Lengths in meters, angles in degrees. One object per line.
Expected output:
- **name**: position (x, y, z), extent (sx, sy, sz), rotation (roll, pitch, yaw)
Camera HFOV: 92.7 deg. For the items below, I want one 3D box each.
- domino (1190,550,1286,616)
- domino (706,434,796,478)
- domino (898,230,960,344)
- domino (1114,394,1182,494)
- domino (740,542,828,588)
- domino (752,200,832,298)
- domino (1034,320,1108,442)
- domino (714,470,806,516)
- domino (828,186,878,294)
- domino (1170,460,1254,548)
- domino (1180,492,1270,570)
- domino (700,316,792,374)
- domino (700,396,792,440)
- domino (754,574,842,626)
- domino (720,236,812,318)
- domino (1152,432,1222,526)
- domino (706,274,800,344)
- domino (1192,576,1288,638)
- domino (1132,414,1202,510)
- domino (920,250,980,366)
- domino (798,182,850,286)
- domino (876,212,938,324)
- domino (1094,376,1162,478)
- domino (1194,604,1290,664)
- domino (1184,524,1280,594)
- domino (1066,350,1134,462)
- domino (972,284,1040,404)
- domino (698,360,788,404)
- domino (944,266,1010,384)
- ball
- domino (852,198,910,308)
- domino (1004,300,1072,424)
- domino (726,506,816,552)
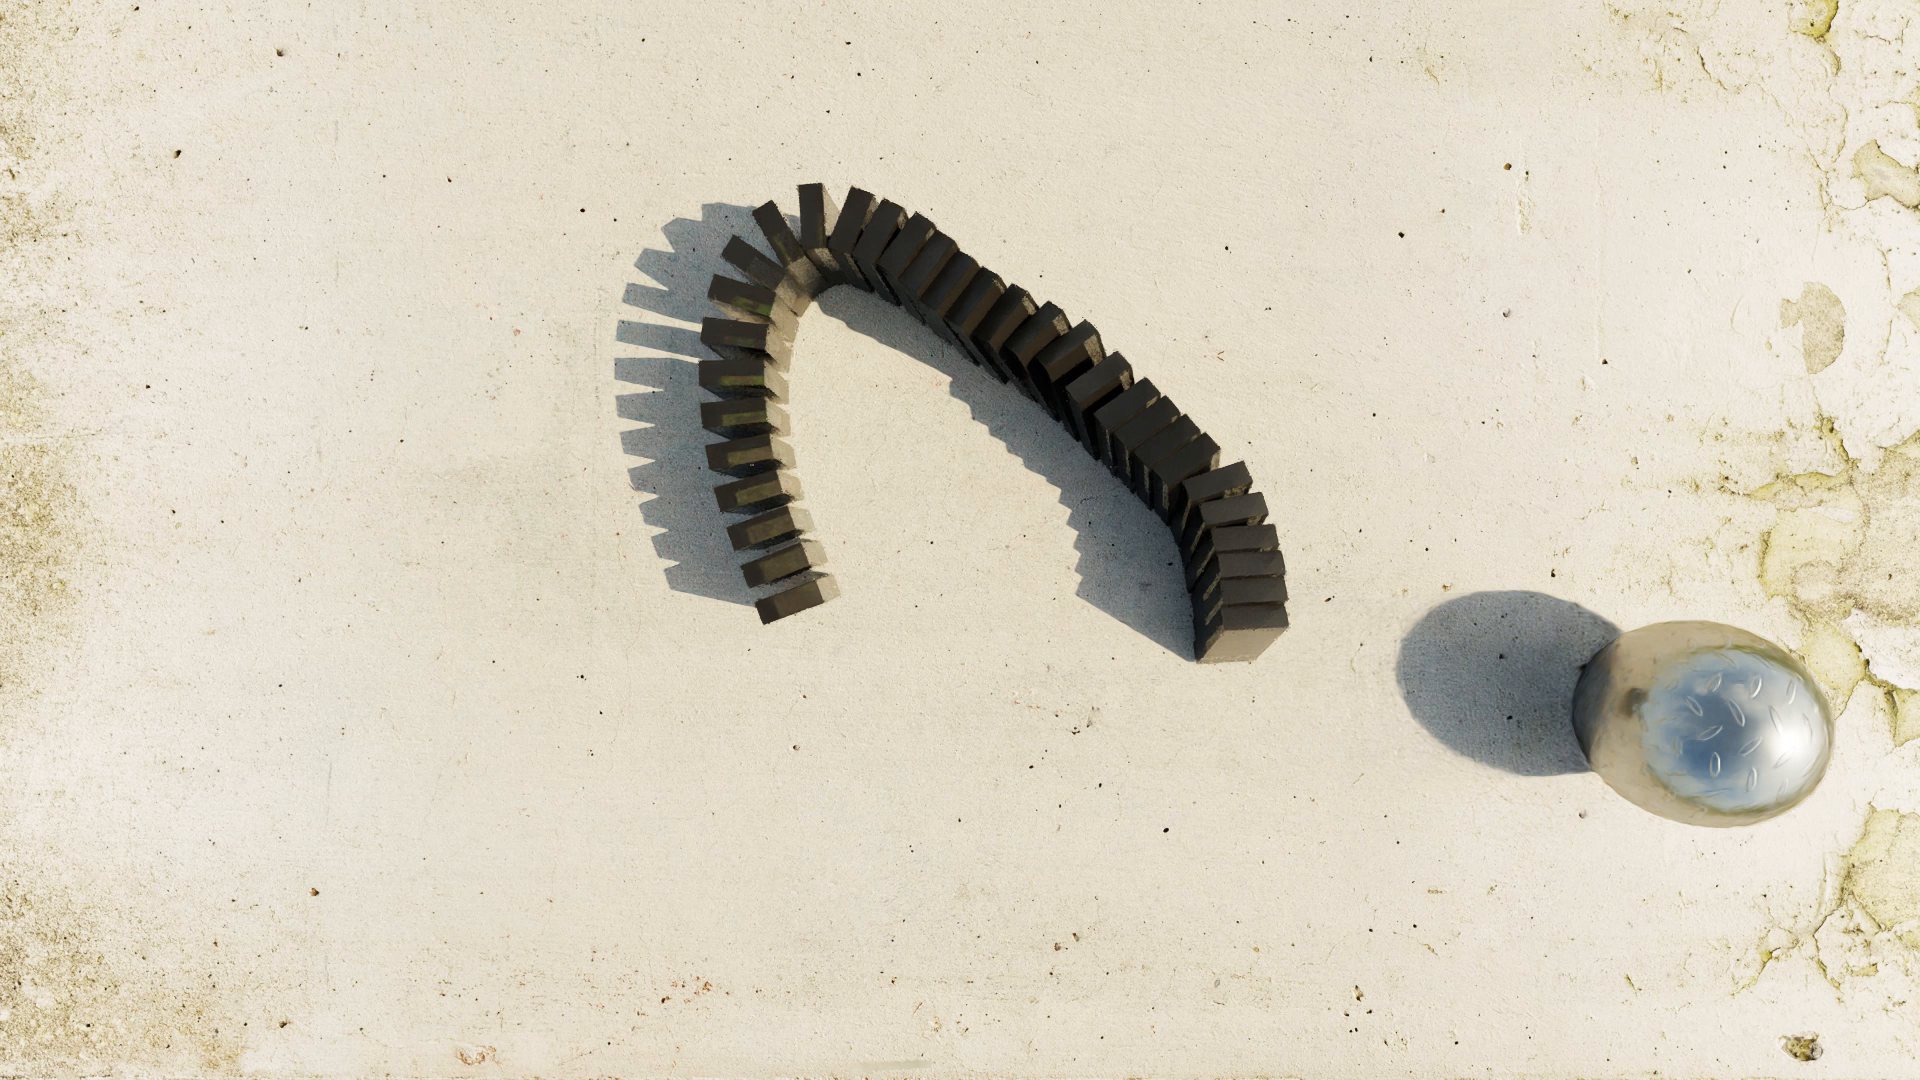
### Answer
- **domino**: position (0.113, 0.019, 0.375), extent (0.025, 0.050, 0.010), rotation (-4, 67, 0)
- **domino**: position (-0.084, -0.034, 0.375), extent (0.025, 0.050, 0.009), rotation (-10, 90, 0)
- **domino**: position (-0.006, -0.102, 0.375), extent (0.009, 0.050, 0.025), rotation (37, 90, 20)
- **domino**: position (0.077, -0.038, 0.375), extent (0.025, 0.050, 0.009), rotation (-35, 69, 0)
- **domino**: position (-0.071, 0.010, 0.375), extent (0.025, 0.050, 0.009), rotation (-21, 90, 0)
- **domino**: position (-0.068, -0.118, 0.375), extent (0.009, 0.050, 0.025), rotation (-30, 90, 4)
- **domino**: position (0.050, -0.064, 0.377), extent (0.025, 0.050, 0.010), rotation (-36, 54, 0)
- **domino**: position (-0.081, -0.019, 0.375), extent (0.025, 0.050, 0.010), rotation (-16, 90, 0)
- **domino**: position (-0.040, -0.121, 0.375), extent (0.010, 0.050, 0.025), rotation (22, 90, 5)
- **domino**: position (0.102, -0.014, 0.375), extent (0.025, 0.050, 0.010), rotation (-19, 68, 0)
- **domino**: position (0.107, -0.003, 0.375), extent (0.025, 0.050, 0.009), rotation (-11, 68, 0)
- **domino**: position (-0.086, -0.079, 0.375), extent (0.025, 0.050, 0.009), rotation (7, 90, 0)
- **domino**: position (-0.086, -0.049, 0.375), extent (0.025, 0.050, 0.009), rotation (-6, 90, 0)
- **domino**: position (-0.065, 0.024, 0.375), extent (0.025, 0.050, 0.010), rotation (-20, 90, 0)
- **domino**: position (-0.078, -0.107, 0.375), extent (0.025, 0.050, 0.009), rotation (34, 93, 0)
- **domino**: position (0.092, -0.024, 0.375), extent (0.025, 0.050, 0.010), rotation (-35, 69, 0)
- **domino**: position (-0.083, -0.094, 0.375), extent (0.025, 0.050, 0.009), rotation (17, 91, 0)
- **domino**: position (0.114, 0.029, 0.375), extent (0.025, 0.050, 0.010), rotation (-4, 67, 0)
- **domino**: position (0.085, -0.031, 0.375), extent (0.025, 0.050, 0.009), rotation (-35, 69, 0)
- **domino**: position (0.003, -0.094, 0.375), extent (0.009, 0.050, 0.025), rotation (37, 90, 25)
- **domino**: position (-0.054, -0.124, 0.375), extent (0.009, 0.050, 0.025), rotation (-4, 90, 5)
- **domino**: position (-0.016, -0.110, 0.375), extent (0.010, 0.050, 0.025), rotation (37, 90, 14)
- **domino**: position (0.069, -0.045, 0.375), extent (0.025, 0.050, 0.009), rotation (-35, 69, 0)
- **domino**: position (0.114, 0.039, 0.375), extent (0.025, 0.050, 0.010), rotation (-4, 67, 0)
- **domino**: position (0.110, 0.008, 0.375), extent (0.025, 0.050, 0.009), rotation (-4, 67, 0)
- **domino**: position (0.060, -0.054, 0.376), extent (0.025, 0.050, 0.009), rotation (-35, 63, 0)
- **domino**: position (0.027, -0.080, 0.377), extent (0.010, 0.050, 0.025), rotation (38, 90, 35)
- **domino**: position (-0.087, -0.064, 0.375), extent (0.025, 0.050, 0.009), rotation (0, 90, 0)
- **domino**: position (0.014, -0.087, 0.376), extent (0.010, 0.050, 0.025), rotation (37, 90, 29)
- **ball**: position (0.289, 0.071, 0.360), extent (0.080, 0.080, 0.080), rotation (0, 90, 0)
- **domino**: position (-0.028, -0.116, 0.375), extent (0.010, 0.050, 0.025), rotation (29, 90, 10)
- **domino**: position (0.039, -0.072, 0.377), extent (0.025, 0.050, 0.009), rotation (-44, 54, 0)
- **domino**: position (-0.076, -0.004, 0.375), extent (0.025, 0.050, 0.010), rotation (-20, 90, 0)
